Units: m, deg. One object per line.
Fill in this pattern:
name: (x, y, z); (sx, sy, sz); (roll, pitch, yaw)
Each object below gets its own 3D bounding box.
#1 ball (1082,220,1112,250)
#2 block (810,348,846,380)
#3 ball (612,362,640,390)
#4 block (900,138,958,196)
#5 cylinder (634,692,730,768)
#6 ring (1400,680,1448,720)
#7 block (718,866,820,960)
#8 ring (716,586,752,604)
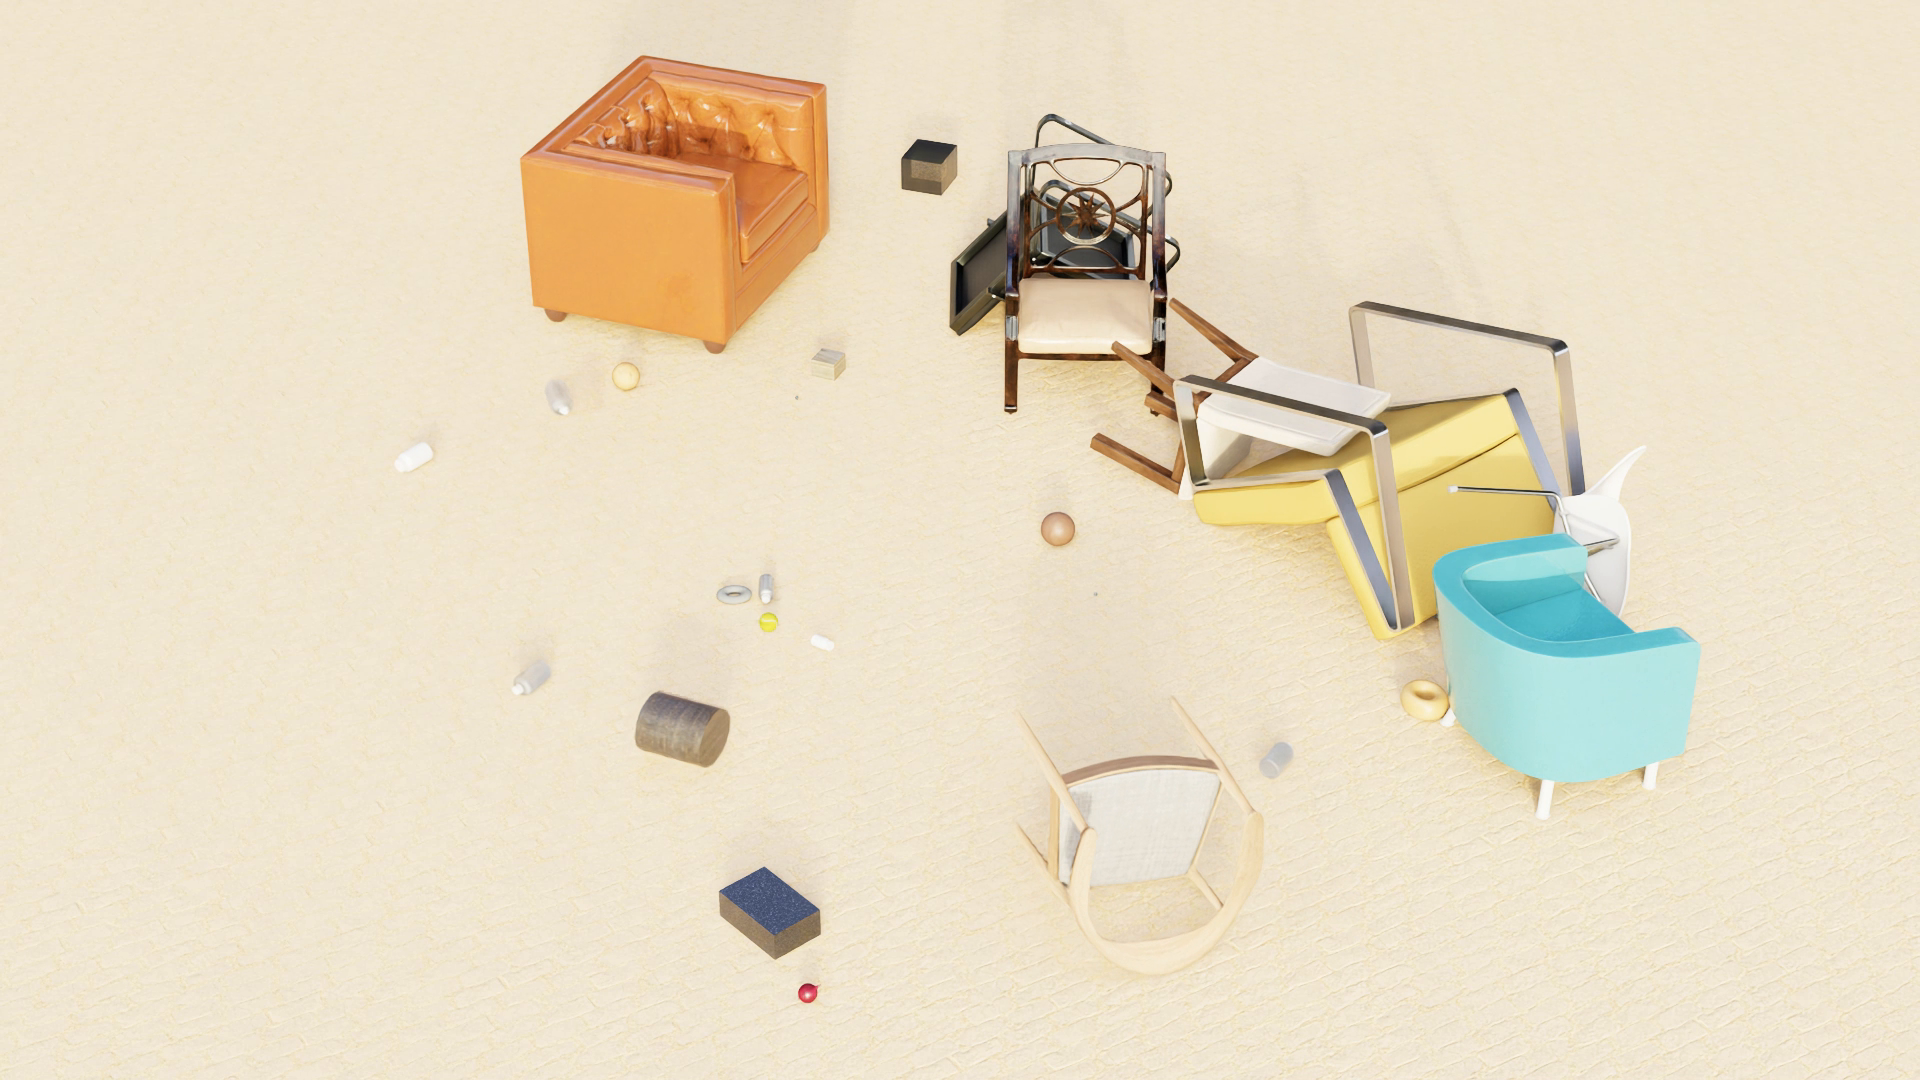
ball: (0.601, -1.336, 12.852); (0.132, 0.132, 0.132); (0, 33, 0)
block: (-0.537, -0.717, 11.962); (0.104, 0.076, 0.106); (14, 36, 20)
ball: (-1.350, -0.663, 11.847); (0.113, 0.113, 0.113); (0, 33, 0)
block: (-0.140, -1.703, 13.385); (0.195, 0.157, 0.215); (11, 35, 16)
cylinder: (-0.929, 0.634, 9.807); (0.244, 0.192, 0.219); (13, 33, 19)
ring: (1.592, 0.548, 10.045); (0.161, 0.076, 0.186); (-8, 33, -15)
block: (-0.590, 1.156, 9.098); (0.181, 0.100, 0.278); (-26, 41, -33)
ring: (-0.818, 0.198, 10.618); (0.130, 0.029, 0.102); (-1, 34, -1)
